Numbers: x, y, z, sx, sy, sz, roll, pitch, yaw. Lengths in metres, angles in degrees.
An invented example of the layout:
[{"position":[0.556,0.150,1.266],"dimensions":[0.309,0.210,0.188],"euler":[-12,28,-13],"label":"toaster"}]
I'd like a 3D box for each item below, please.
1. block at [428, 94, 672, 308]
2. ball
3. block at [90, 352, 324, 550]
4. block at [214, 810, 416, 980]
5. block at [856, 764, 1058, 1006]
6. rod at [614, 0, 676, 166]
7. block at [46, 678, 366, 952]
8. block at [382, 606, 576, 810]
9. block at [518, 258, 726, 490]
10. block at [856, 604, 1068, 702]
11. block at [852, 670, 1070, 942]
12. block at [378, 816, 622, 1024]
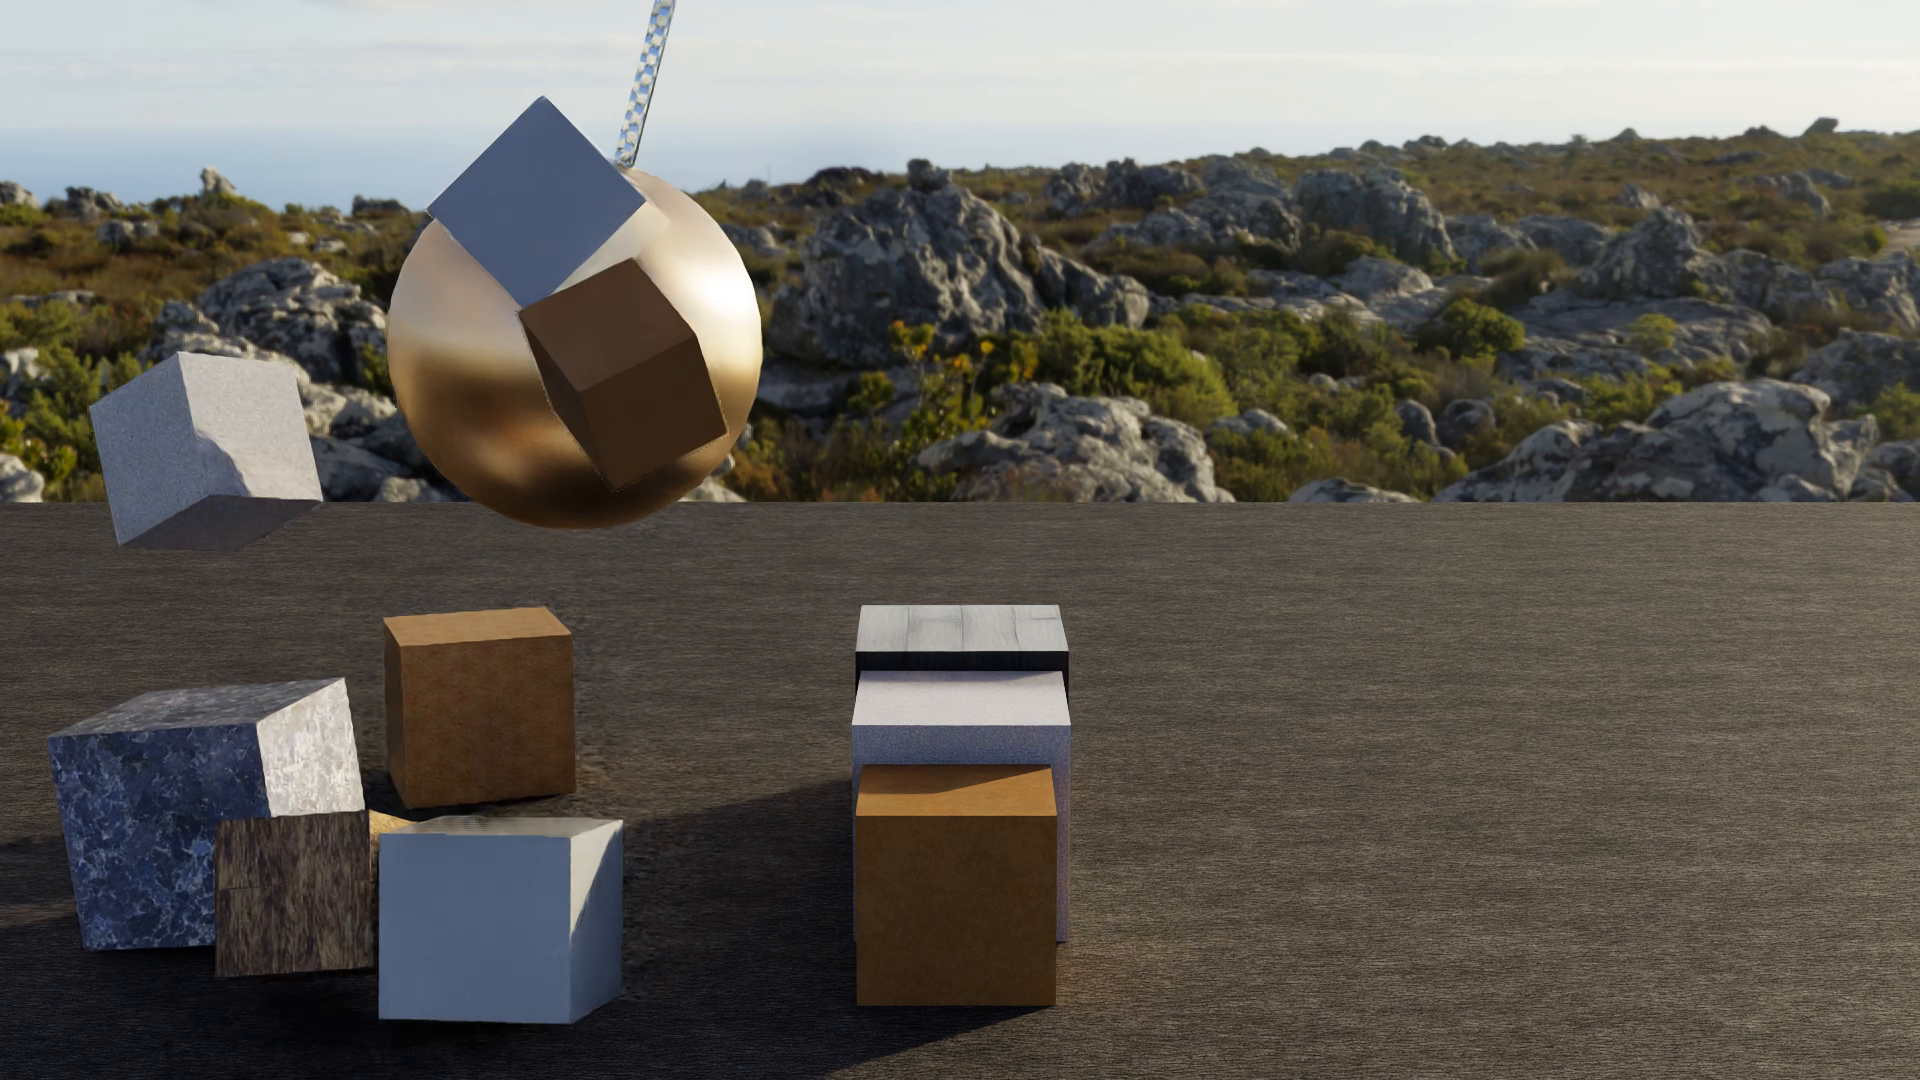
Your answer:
[{"position":[-1.565,-1.249,9.858],"dimensions":[0.610,0.561,0.580],"euler":[-44,-2,2],"label":"block"},{"position":[-1.648,-0.840,11.028],"dimensions":[1.600,1.600,1.600],"euler":[0,10,0],"label":"ball"},{"position":[-3.306,-0.379,11.258],"dimensions":[0.628,0.653,0.624],"euler":[-24,-15,32],"label":"block"},{"position":[-2.421,1.356,9.722],"dimensions":[0.587,0.572,0.647],"euler":[-4,-11,4],"label":"block"},{"position":[-0.014,1.342,10.083],"dimensions":[0.759,0.752,0.729],"euler":[0,10,0],"label":"block"},{"position":[-0.714,-4.056,10.443],"dimensions":[0.080,5.200,0.080],"euler":[16,10,-3],"label":"rod"},{"position":[-3.069,1.123,10.599],"dimensions":[0.922,0.895,0.782],"euler":[-5,9,13],"label":"block"},{"position":[-2.403,0.821,12.799],"dimensions":[0.825,0.805,0.709],"euler":[-4,11,-19],"label":"block"},{"position":[-1.076,-0.534,8.185],"dimensions":[0.410,0.420,0.493],"euler":[-28,47,-14],"label":"block"},{"position":[0.004,0.891,11.876],"dimensions":[0.940,0.997,0.993],"euler":[0,10,-1],"label":"block"},{"position":[0.006,1.110,10.906],"dimensions":[0.884,0.913,0.958],"euler":[0,10,0],"label":"block"},{"position":[-1.704,1.405,9.589],"dimensions":[0.718,0.672,0.676],"euler":[0,-1,8],"label":"block"}]
